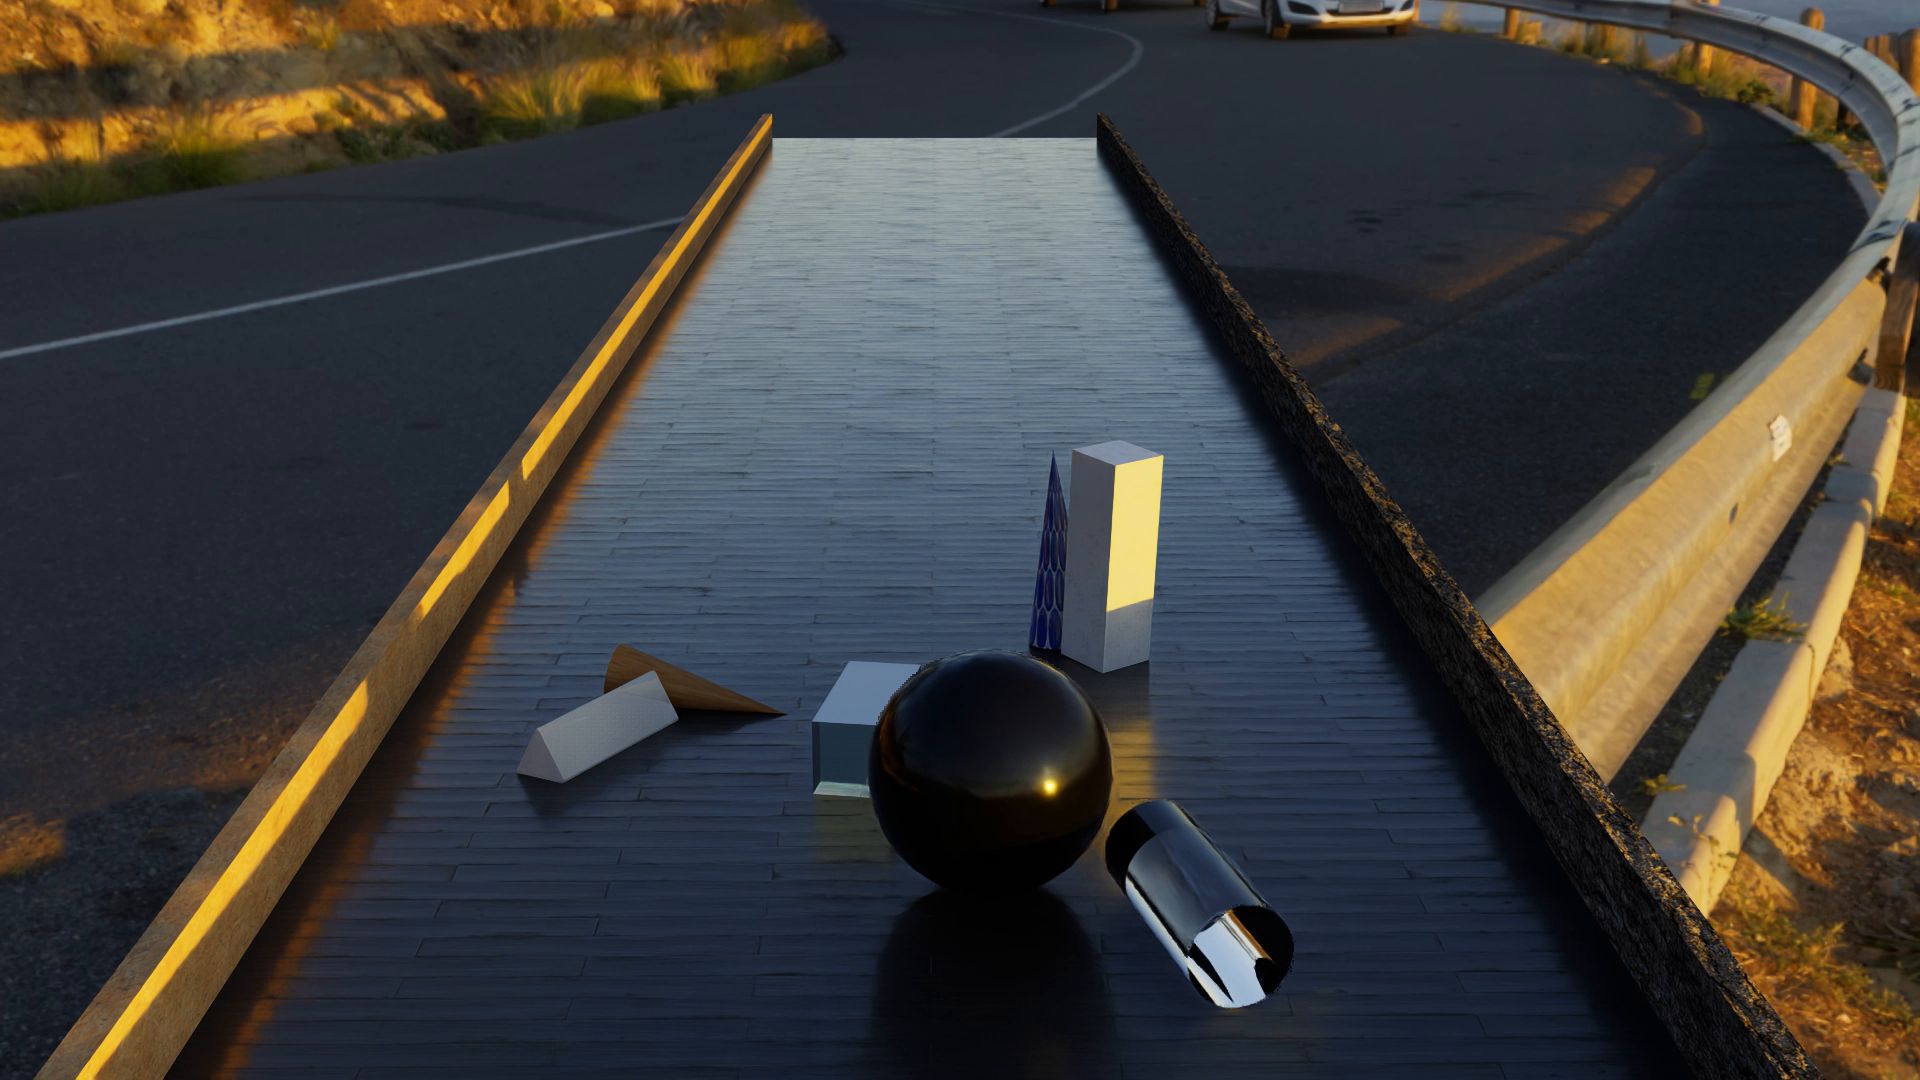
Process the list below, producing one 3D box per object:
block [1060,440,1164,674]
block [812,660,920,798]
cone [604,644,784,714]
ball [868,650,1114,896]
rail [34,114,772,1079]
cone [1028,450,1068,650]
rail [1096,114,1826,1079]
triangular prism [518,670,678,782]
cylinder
[{"bbox_3d":[0.299,0.032,4.354,0.125,0.429,0.125,-13,24,-37],"label":"block"},{"bbox_3d":[-0.161,0.331,3.882,0.132,0.132,0.308,3,17,9],"label":"block"},{"bbox_3d":[-0.489,0.290,4.148,0.342,0.118,0.118,13,18,8],"label":"cone"},{"bbox_3d":[0.046,0.356,3.369,0.376,0.376,0.376,0,17,0],"label":"ball"},{"bbox_3d":[-1.118,-0.838,7.780,0.050,0.150,12.000,0,17,-1],"label":"rail"},{"bbox_3d":[0.197,0.011,4.471,0.133,0.402,0.133,-3,14,1],"label":"cone"},{"bbox_3d":[0.932,-0.844,7.801,0.050,0.150,12.000,0,17,-1],"label":"rail"},{"bbox_3d":[-0.651,0.328,3.960,0.103,0.089,0.339,8,19,27],"label":"triangular prism"},{"bbox_3d":[0.341,0.522,3.199,0.155,0.155,0.371,-4,17,-14],"label":"cylinder"}]
